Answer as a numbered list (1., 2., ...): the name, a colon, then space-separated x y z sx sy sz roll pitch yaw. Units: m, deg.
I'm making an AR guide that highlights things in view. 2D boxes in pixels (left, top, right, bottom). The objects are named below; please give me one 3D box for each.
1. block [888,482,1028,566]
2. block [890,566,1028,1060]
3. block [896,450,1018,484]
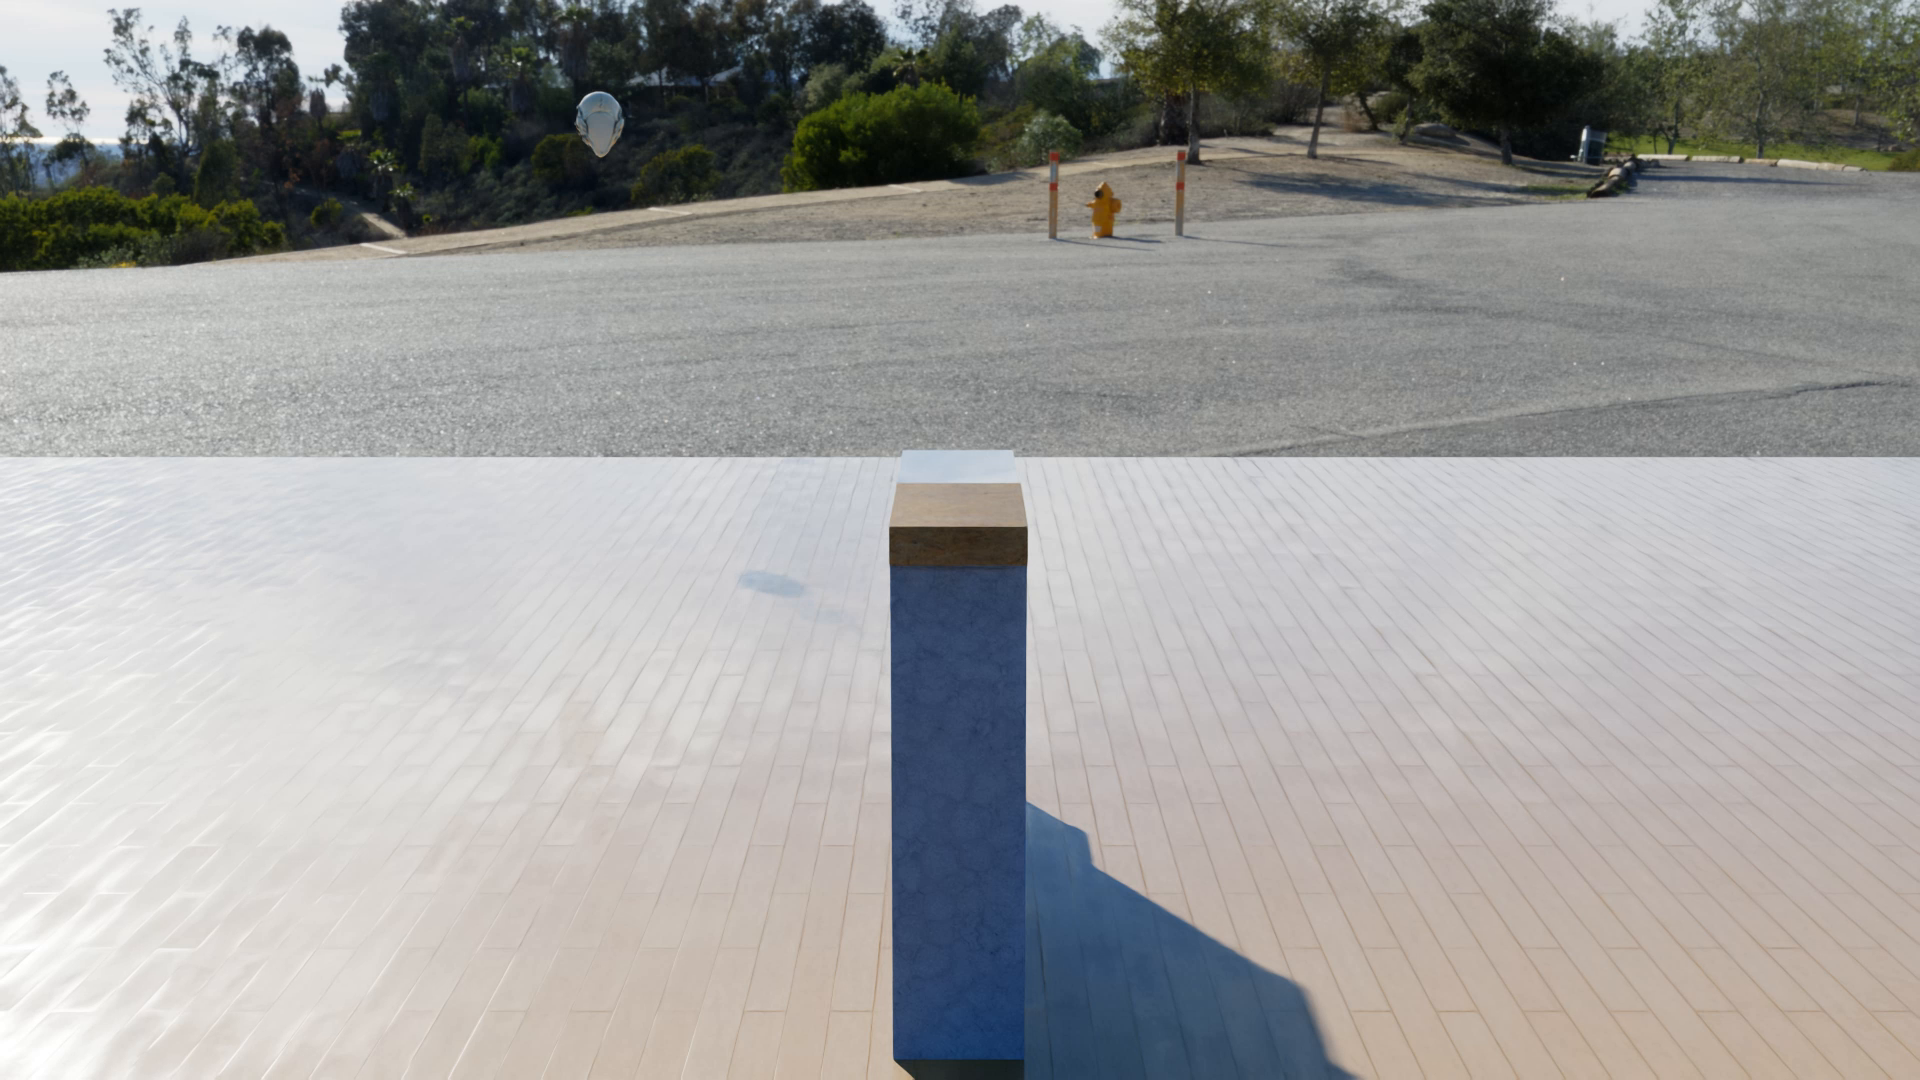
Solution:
1. block: -0.002 -0.025 3.024 0.180 0.051 0.360 0 11 0
2. block: -0.002 0.365 2.974 0.180 0.697 0.051 0 11 0
3. block: -0.004 -0.088 3.382 0.178 0.050 0.356 0 11 0
